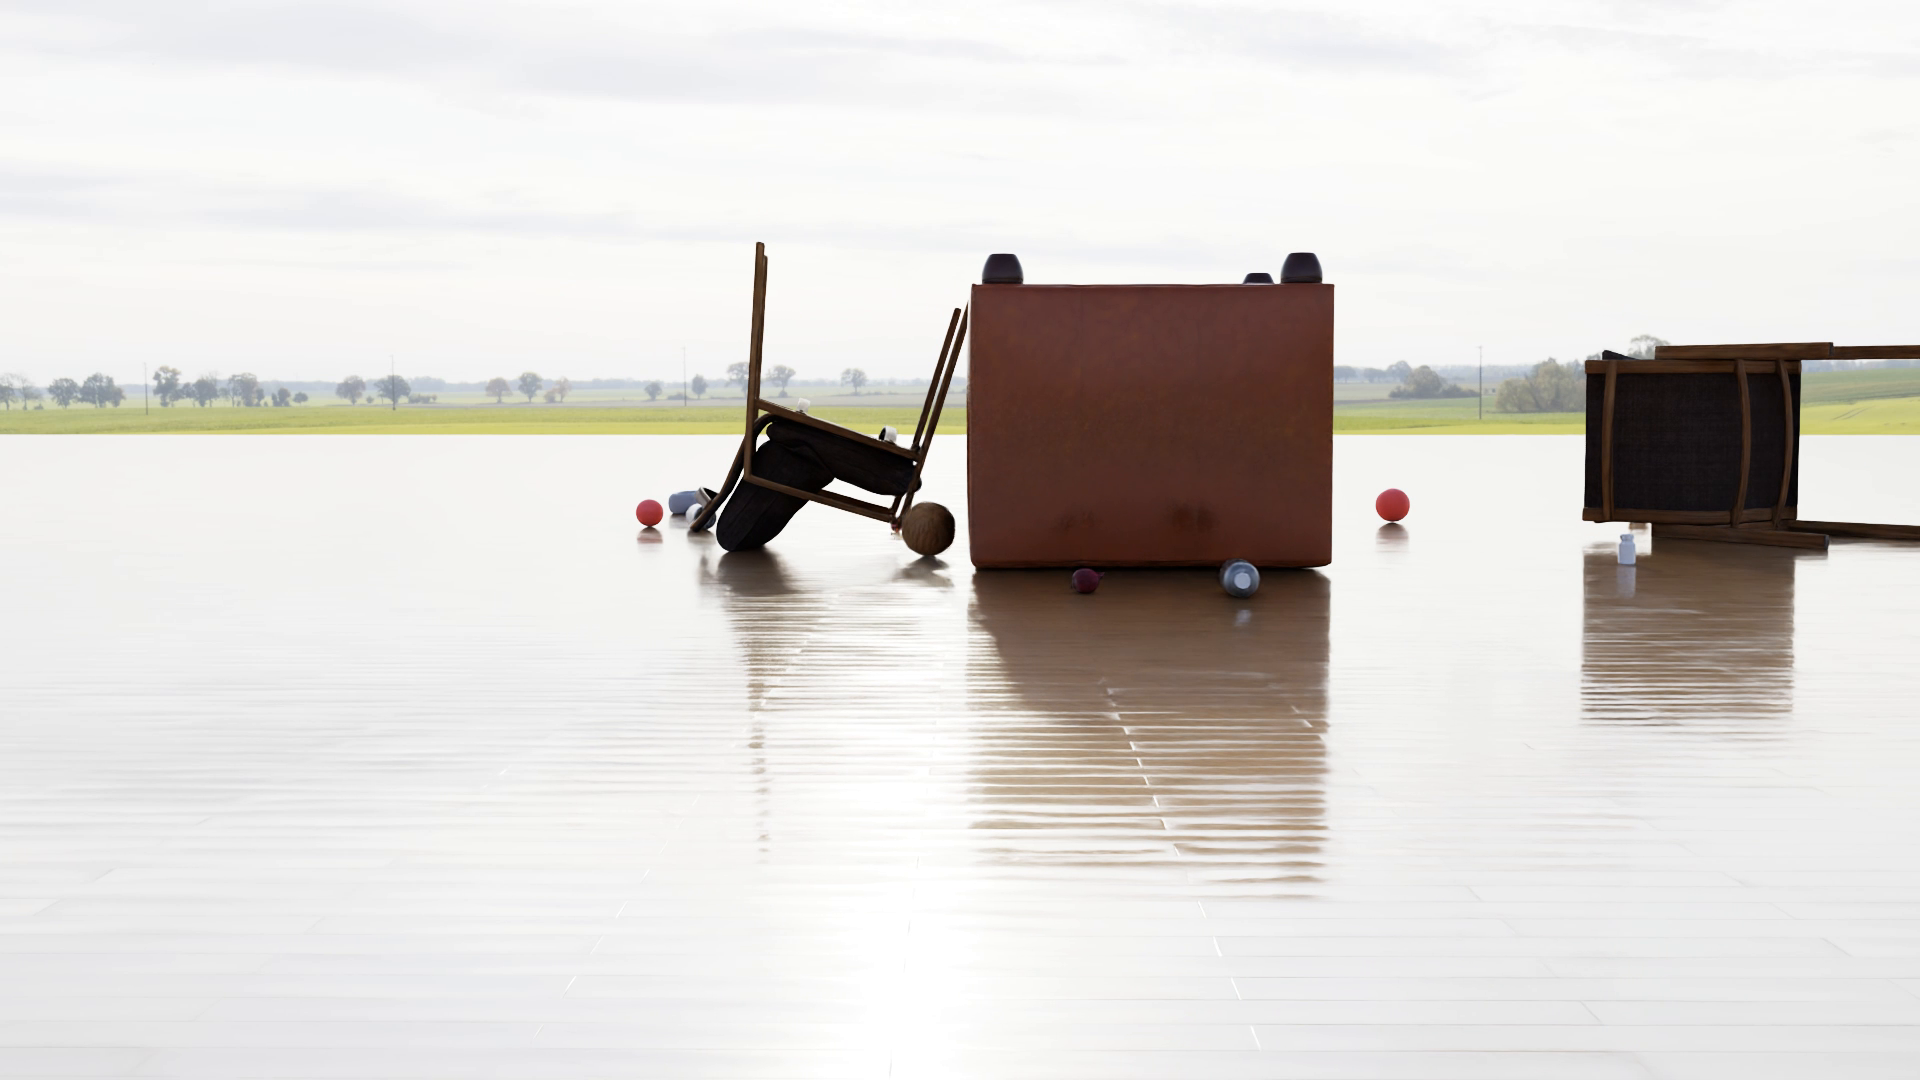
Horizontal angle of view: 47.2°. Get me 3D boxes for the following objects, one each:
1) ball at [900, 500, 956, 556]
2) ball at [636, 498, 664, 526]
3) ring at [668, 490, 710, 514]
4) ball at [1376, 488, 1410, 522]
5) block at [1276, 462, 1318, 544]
[{"bbox_3d":[-0.084,-0.031,5.899,0.150,0.150,0.150,0,4,0],"label":"ball"},{"bbox_3d":[-1.013,-0.089,7.182,0.092,0.092,0.092,0,4,0],"label":"ball"},{"bbox_3d":[-0.980,-0.135,7.948,0.150,0.078,0.094,-5,13,-13],"label":"ring"},{"bbox_3d":[1.459,-0.118,7.417,0.116,0.116,0.116,0,4,0],"label":"ball"},{"bbox_3d":[0.985,-0.108,6.426,0.098,0.231,0.154,0,4,1],"label":"block"}]
